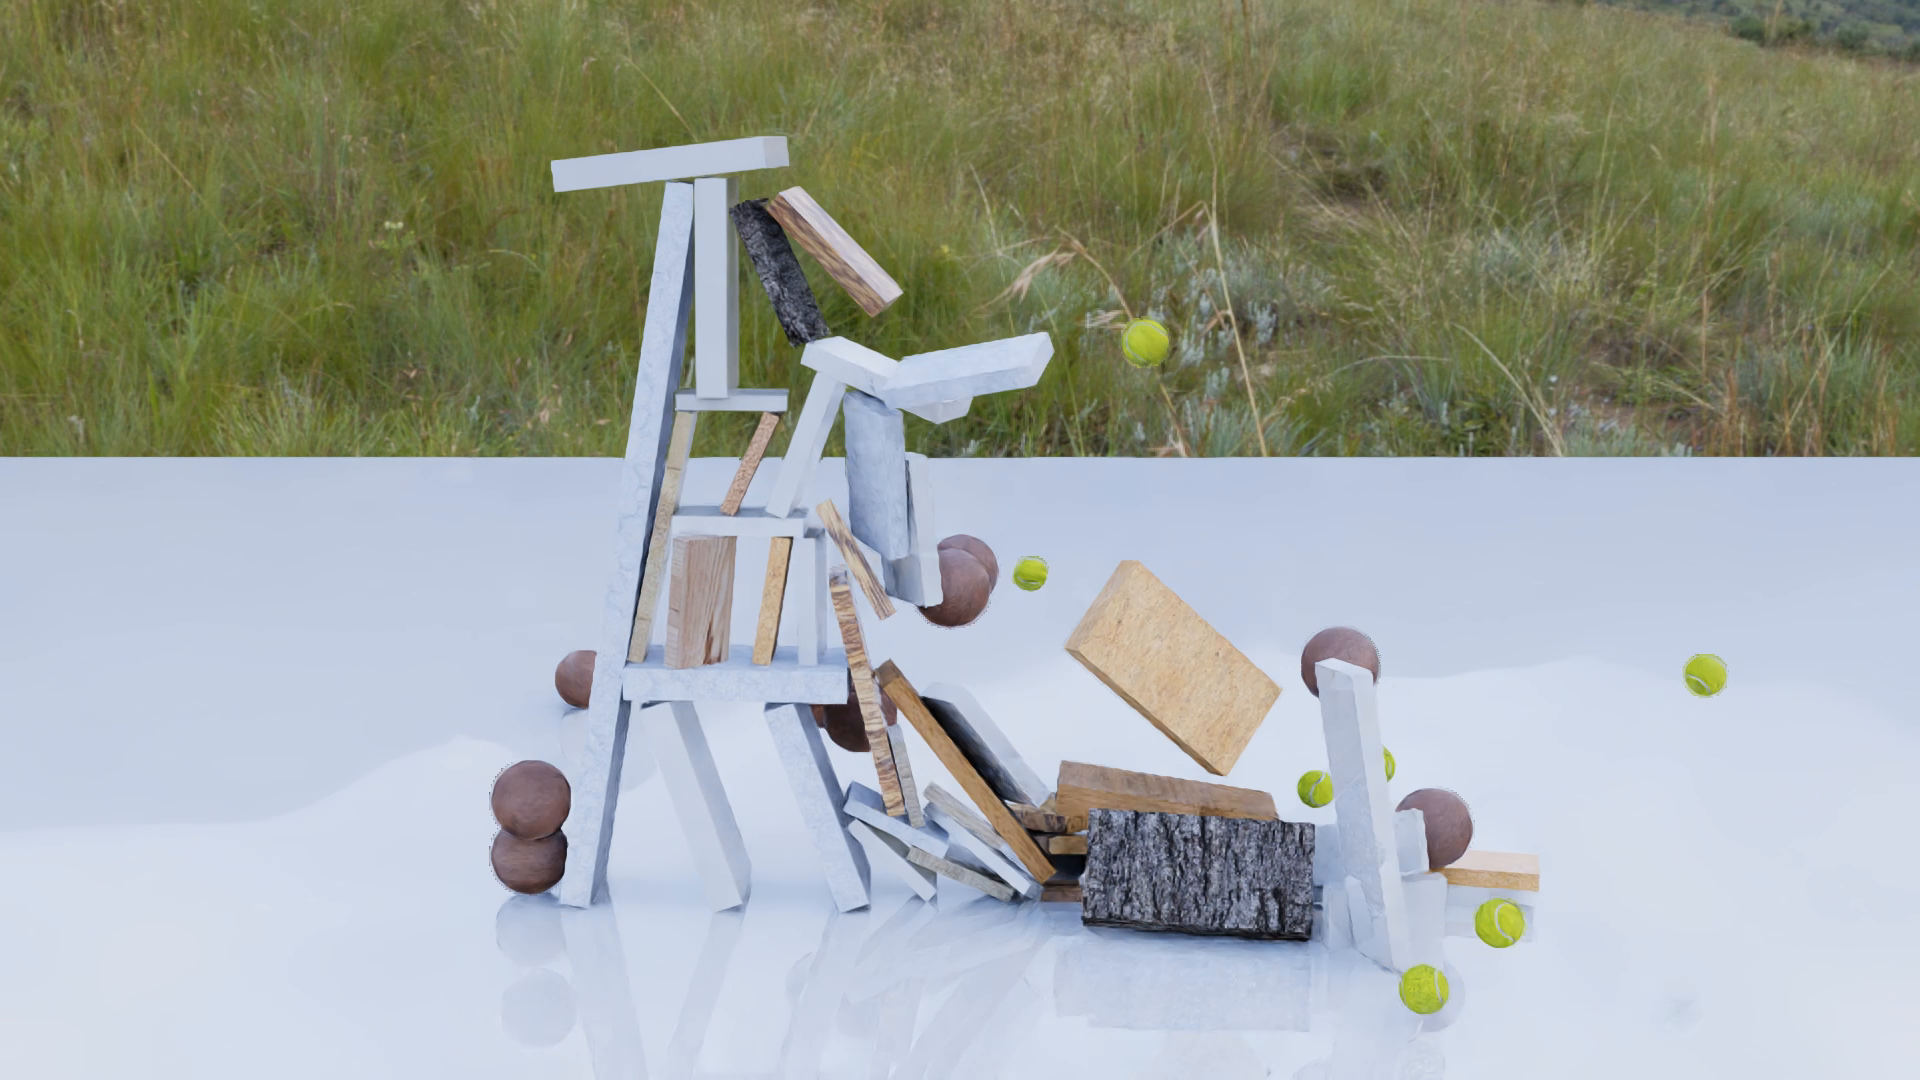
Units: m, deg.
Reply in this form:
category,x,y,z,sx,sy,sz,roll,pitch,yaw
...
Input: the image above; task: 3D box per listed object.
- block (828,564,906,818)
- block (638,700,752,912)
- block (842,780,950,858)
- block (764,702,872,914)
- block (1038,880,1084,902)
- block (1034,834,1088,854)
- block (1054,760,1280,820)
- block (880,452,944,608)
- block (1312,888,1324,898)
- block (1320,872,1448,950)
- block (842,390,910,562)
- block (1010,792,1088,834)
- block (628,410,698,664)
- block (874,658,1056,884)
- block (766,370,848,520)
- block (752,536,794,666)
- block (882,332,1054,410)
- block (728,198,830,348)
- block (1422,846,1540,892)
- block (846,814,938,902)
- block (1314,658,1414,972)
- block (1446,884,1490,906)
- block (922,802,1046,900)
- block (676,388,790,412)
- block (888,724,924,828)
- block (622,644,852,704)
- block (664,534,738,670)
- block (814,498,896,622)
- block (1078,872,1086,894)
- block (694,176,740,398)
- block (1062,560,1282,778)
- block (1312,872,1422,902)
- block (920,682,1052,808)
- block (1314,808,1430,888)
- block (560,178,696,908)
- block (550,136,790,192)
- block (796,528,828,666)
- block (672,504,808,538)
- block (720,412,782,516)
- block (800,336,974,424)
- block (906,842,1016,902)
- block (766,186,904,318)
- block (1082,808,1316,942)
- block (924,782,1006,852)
category,x,y,z,sx,sy,sz,roll,pitch,yaw
block,-0.150,0.246,3.581,0.030,0.407,0.104,-13,18,0
block,-0.433,0.416,3.633,0.051,0.357,0.179,-18,10,3
block,-0.105,0.463,3.650,0.184,0.026,0.092,27,11,-6
block,-0.233,0.417,3.631,0.051,0.357,0.179,-19,10,2
block,0.190,0.584,3.654,0.118,0.017,0.059,1,11,6
block,0.188,0.523,3.789,0.101,0.029,0.202,-1,-7,-7
block,0.343,0.439,3.676,0.363,0.050,0.178,9,8,2
block,-0.087,-0.021,3.524,0.034,0.241,0.121,-15,17,-31
block,0.544,0.550,3.615,0.198,0.028,0.099,-8,20,38
block,0.664,0.581,3.444,0.198,0.099,0.028,-3,12,-15
block,-0.133,-0.103,3.482,0.035,0.247,0.123,-17,30,-29
block,0.182,0.491,3.954,0.117,0.033,0.234,-12,3,-27
block,-0.478,-0.010,3.543,0.025,0.414,0.087,12,10,-2
block,0.009,0.382,3.631,0.034,0.431,0.121,-38,14,-1
block,-0.239,-0.164,3.510,0.035,0.246,0.123,23,17,4
block,-0.302,0.088,3.572,0.030,0.210,0.105,10,11,-1
block,0.012,-0.252,3.281,0.237,0.034,0.118,-8,27,22
block,-0.283,-0.421,3.462,0.034,0.237,0.118,-23,5,15
block,0.858,0.546,3.663,0.206,0.029,0.103,3,11,14
block,-0.113,0.518,3.659,0.184,0.026,0.092,43,7,-9
block,0.611,0.415,3.327,0.033,0.464,0.117,-13,11,-17
block,0.768,0.576,3.665,0.206,0.029,0.103,0,11,2
block,0.039,0.513,3.639,0.229,0.022,0.077,37,1,25
block,-0.362,-0.224,3.510,0.175,0.025,0.087,0,11,-2
block,-0.088,0.388,3.615,0.022,0.154,0.077,-14,18,-2
block,-0.358,0.217,3.593,0.357,0.051,0.179,1,10,1
block,-0.414,0.096,3.515,0.105,0.210,0.030,-7,18,-44
block,-0.167,0.033,3.520,0.030,0.209,0.104,-30,-1,-3
block,0.292,0.525,3.627,0.101,0.029,0.202,-11,11,39
block,-0.384,-0.403,3.480,0.048,0.338,0.169,1,11,1
block,0.351,0.211,3.591,0.356,0.178,0.050,41,-15,-22
block,0.657,0.548,3.631,0.206,0.029,0.103,-10,23,15
block,0.042,0.337,3.619,0.034,0.241,0.121,-45,20,-19
block,0.644,0.488,3.475,0.190,0.095,0.027,-16,-23,33
block,-0.529,0.009,3.576,0.048,1.184,0.169,10,10,-1
block,-0.452,-0.592,3.458,0.338,0.048,0.169,-5,10,9
block,-0.240,0.091,3.570,0.030,0.209,0.104,1,11,7
block,-0.353,-0.031,3.546,0.210,0.030,0.105,1,11,0
block,-0.334,-0.129,3.528,0.025,0.175,0.087,25,10,-5
block,-0.113,-0.251,3.437,0.246,0.035,0.123,25,18,16
block,0.008,0.544,3.665,0.184,0.026,0.092,22,11,5
block,-0.195,-0.453,3.441,0.034,0.237,0.118,-44,2,19
block,0.378,0.529,3.482,0.356,0.178,0.050,3,-25,6
block,0.007,0.461,3.681,0.154,0.022,0.077,36,1,0
